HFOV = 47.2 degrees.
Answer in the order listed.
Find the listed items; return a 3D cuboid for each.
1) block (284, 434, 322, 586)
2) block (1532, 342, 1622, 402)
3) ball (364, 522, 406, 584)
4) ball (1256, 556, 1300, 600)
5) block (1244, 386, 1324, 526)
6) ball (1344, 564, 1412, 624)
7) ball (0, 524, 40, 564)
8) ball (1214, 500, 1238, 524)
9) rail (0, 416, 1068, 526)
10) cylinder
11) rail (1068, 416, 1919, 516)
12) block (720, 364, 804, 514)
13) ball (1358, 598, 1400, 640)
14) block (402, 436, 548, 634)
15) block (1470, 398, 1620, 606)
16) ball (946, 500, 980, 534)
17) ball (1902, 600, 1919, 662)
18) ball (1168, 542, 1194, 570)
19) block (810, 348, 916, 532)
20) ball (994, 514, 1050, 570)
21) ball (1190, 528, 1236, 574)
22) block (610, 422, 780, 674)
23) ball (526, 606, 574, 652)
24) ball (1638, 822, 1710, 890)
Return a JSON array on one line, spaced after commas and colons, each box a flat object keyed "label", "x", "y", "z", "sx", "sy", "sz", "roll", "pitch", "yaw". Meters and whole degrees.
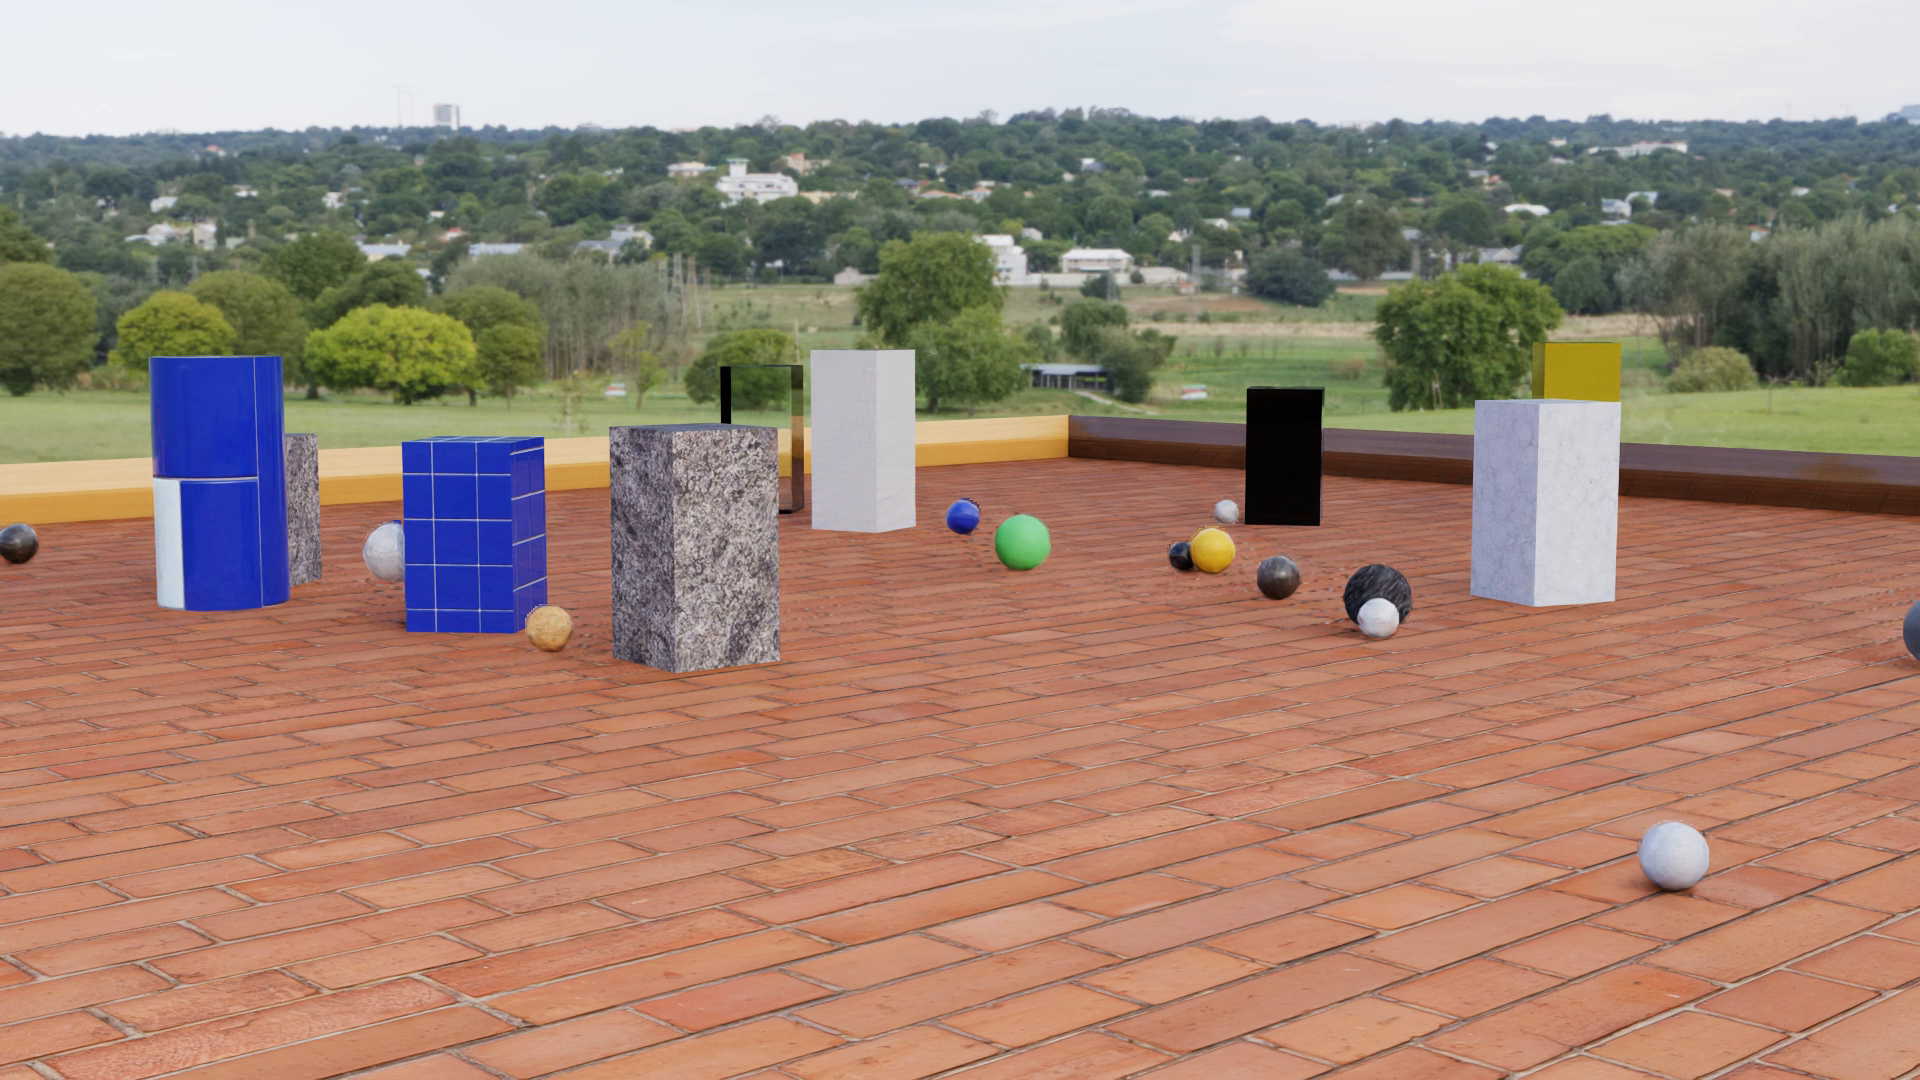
[{"label": "block", "x": -1.144, "y": -0.049, "z": 3.566, "sx": 0.153, "sy": 0.240, "sz": 0.153, "roll": 1, "pitch": 6, "yaw": 8}, {"label": "block", "x": 1.294, "y": -0.229, "z": 4.637, "sx": 0.153, "sy": 0.373, "sz": 0.153, "roll": 1, "pitch": 6, "yaw": 5}, {"label": "ball", "x": -0.798, "y": 0.019, "z": 3.108, "sx": 0.086, "sy": 0.086, "sz": 0.086, "roll": 0, "pitch": 6, "yaw": 0}, {"label": "ball", "x": 0.488, "y": 0.058, "z": 3.372, "sx": 0.067, "sy": 0.067, "sz": 0.067, "roll": 0, "pitch": 6, "yaw": 0}, {"label": "block", "x": 0.678, "y": -0.177, "z": 4.588, "sx": 0.153, "sy": 0.280, "sz": 0.153, "roll": 1, "pitch": 6, "yaw": 11}, {"label": "ball", "x": 0.577, "y": 0.080, "z": 3.040, "sx": 0.093, "sy": 0.093, "sz": 0.093, "roll": 0, "pitch": 6, "yaw": 0}, {"label": "ball", "x": -1.650, "y": 0.006, "z": 3.852, "sx": 0.069, "sy": 0.069, "sz": 0.069, "roll": 0, "pitch": 6, "yaw": 0}, {"label": "ball", "x": 0.550, "y": -0.058, "z": 4.543, "sx": 0.052, "sy": 0.052, "sz": 0.052, "roll": 0, "pitch": 6, "yaw": 0}, {"label": "rail", "x": -1.479, "y": -0.135, "z": 4.926, "sx": 4.953, "sy": 0.124, "sz": 0.045, "roll": -6, "pitch": 8, "yaw": -42}, {"label": "cylinder", "x": -1.117, "y": -0.090, "z": 3.322, "sx": 0.191, "sy": 0.373, "sz": 0.191, "roll": 0, "pitch": 6, "yaw": 0}, {"label": "rail", "x": 1.803, "y": -0.142, "z": 4.986, "sx": 0.045, "sy": 0.124, "sz": 4.408, "roll": -6, "pitch": 8, "yaw": -42}, {"label": "block", "x": -0.434, "y": -0.224, "z": 4.841, "sx": 0.153, "sy": 0.319, "sz": 0.153, "roll": 1, "pitch": 6, "yaw": 7}, {"label": "ball", "x": 0.565, "y": 0.106, "z": 2.970, "sx": 0.055, "sy": 0.055, "sz": 0.055, "roll": 0, "pitch": 6, "yaw": 0}, {"label": "block", "x": -0.680, "y": -0.011, "z": 3.092, "sx": 0.153, "sy": 0.262, "sz": 0.153, "roll": 1, "pitch": 6, "yaw": 7}, {"label": "block", "x": 0.898, "y": -0.061, "z": 3.378, "sx": 0.153, "sy": 0.303, "sz": 0.153, "roll": -3, "pitch": 7, "yaw": -24}, {"label": "ball", "x": 0.006, "y": -0.044, "z": 4.345, "sx": 0.067, "sy": 0.067, "sz": 0.067, "roll": 0, "pitch": 6, "yaw": 0}, {"label": "ball", "x": 1.217, "y": 0.112, "z": 2.718, "sx": 0.096, "sy": 0.096, "sz": 0.096, "roll": 0, "pitch": 6, "yaw": 0}, {"label": "ball", "x": 0.380, "y": 0.027, "z": 3.744, "sx": 0.050, "sy": 0.050, "sz": 0.050, "roll": 0, "pitch": 6, "yaw": 0}, {"label": "block", "x": -0.196, "y": -0.205, "z": 4.462, "sx": 0.153, "sy": 0.361, "sz": 0.153, "roll": 3, "pitch": 7, "yaw": 29}, {"label": "ball", "x": 0.106, "y": 0.005, "z": 3.741, "sx": 0.095, "sy": 0.095, "sz": 0.095, "roll": 0, "pitch": 6, "yaw": 0}, {"label": "ball", "x": 0.425, "y": 0.019, "z": 3.700, "sx": 0.076, "sy": 0.076, "sz": 0.076, "roll": 0, "pitch": 6, "yaw": 0}, {"label": "block", "x": -0.336, "y": 0.005, "z": 2.784, "sx": 0.153, "sy": 0.296, "sz": 0.153, "roll": -5, "pitch": 8, "yaw": -39}, {"label": "ball", "x": -0.534, "y": 0.115, "z": 2.862, "sx": 0.060, "sy": 0.060, "sz": 0.060, "roll": 0, "pitch": 6, "yaw": 0}, {"label": "ball", "x": 0.548, "y": 0.243, "z": 1.688, "sx": 0.052, "sy": 0.052, "sz": 0.052, "roll": 0, "pitch": 6, "yaw": 0}]
